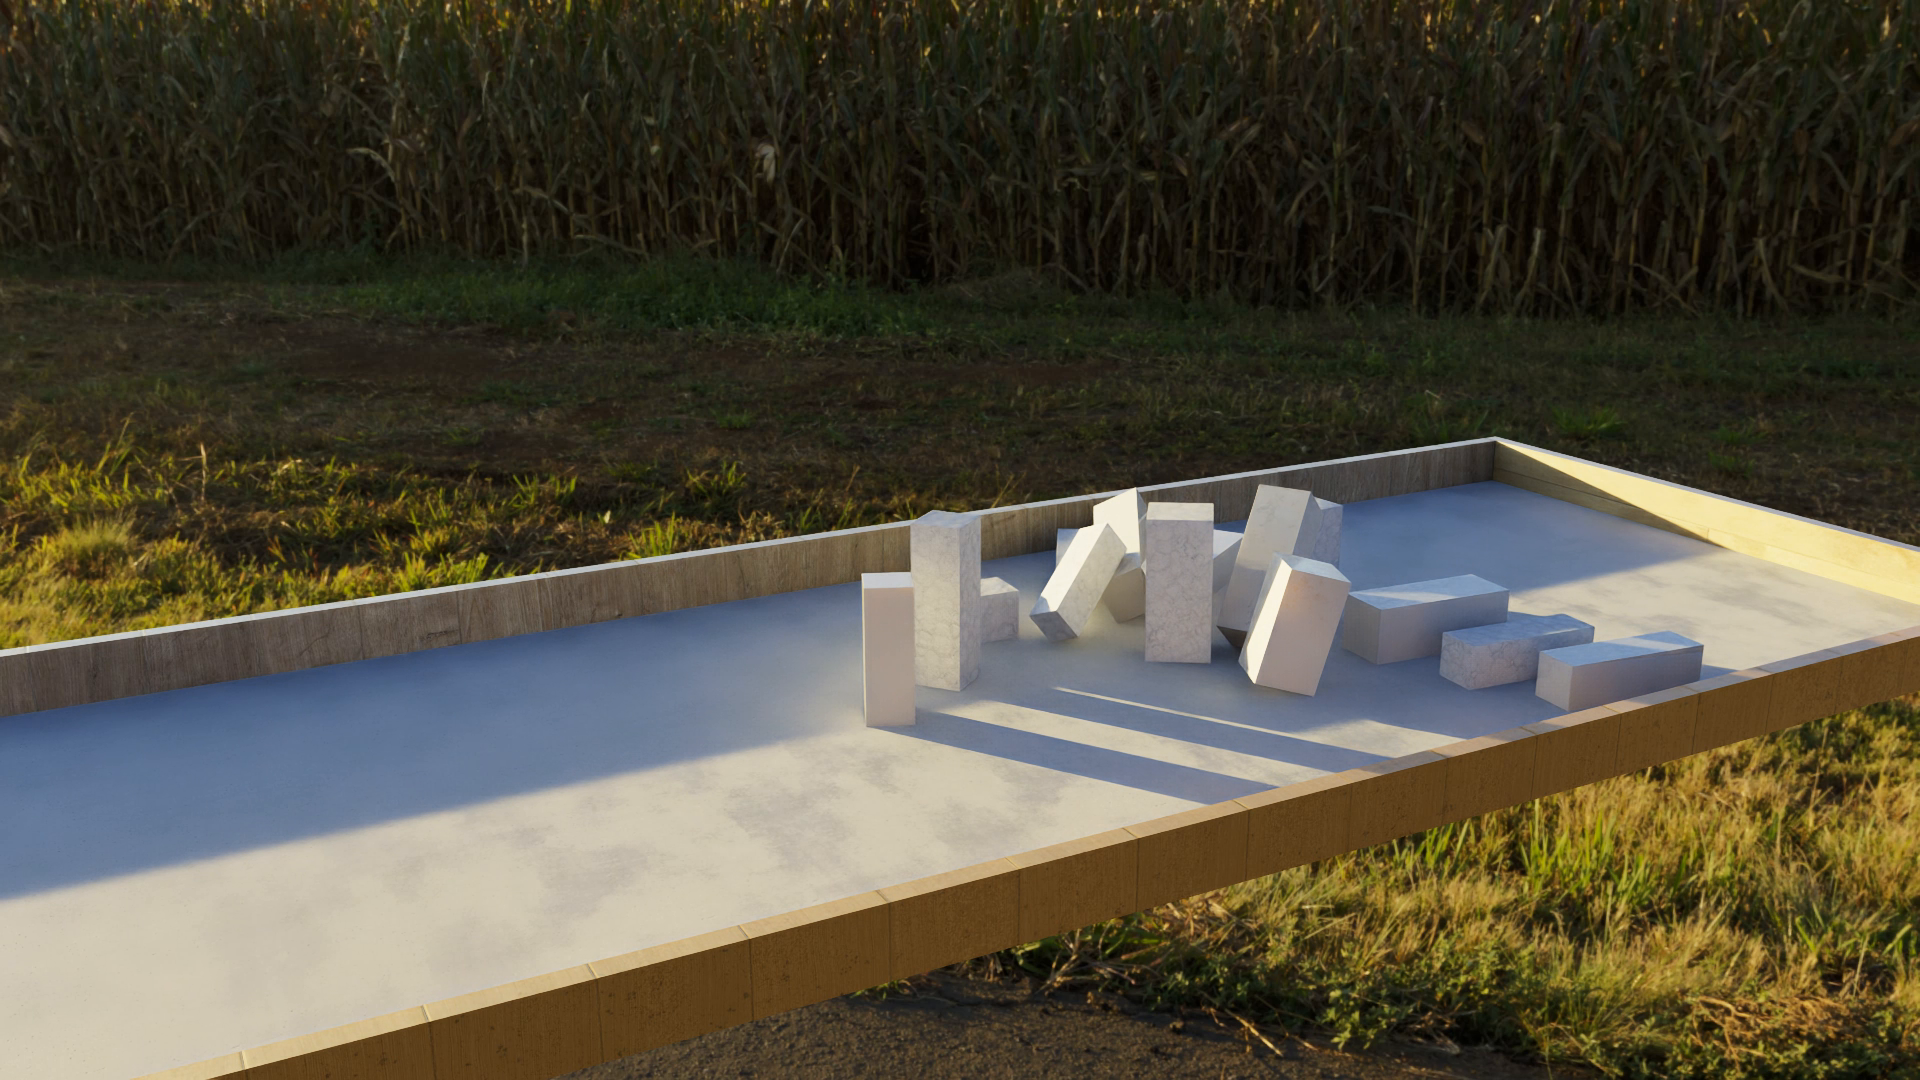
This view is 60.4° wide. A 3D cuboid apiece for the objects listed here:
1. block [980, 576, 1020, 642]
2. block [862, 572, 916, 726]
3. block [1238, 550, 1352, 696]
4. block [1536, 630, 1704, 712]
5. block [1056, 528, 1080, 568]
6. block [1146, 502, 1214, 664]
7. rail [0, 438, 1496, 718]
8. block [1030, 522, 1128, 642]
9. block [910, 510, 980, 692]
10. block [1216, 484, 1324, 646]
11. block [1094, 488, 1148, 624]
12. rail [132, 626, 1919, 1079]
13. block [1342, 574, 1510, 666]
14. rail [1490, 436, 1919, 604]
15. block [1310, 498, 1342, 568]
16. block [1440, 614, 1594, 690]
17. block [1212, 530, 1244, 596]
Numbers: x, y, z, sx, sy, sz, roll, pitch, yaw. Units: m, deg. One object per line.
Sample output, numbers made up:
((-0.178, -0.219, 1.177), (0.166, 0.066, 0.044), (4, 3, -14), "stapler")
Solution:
((-0.024, 0.202, 4.432), (0.342, 0.132, 0.132), (-8, 18, -24), "block")
((-0.168, 0.256, 3.879), (0.115, 0.340, 0.115), (-2, 16, -6), "block")
((0.824, 0.205, 4.071), (0.156, 0.300, 0.156), (13, 15, -9), "block")
((1.625, 0.320, 4.063), (0.407, 0.114, 0.114), (-6, 18, -21), "block")
((0.342, 0.079, 4.887), (0.111, 0.111, 0.426), (1, 16, 4), "block")
((0.572, 0.110, 4.298), (0.168, 0.382, 0.168), (1, 16, 8), "block")
((-3.305, 0.497, 3.399), (12.000, 0.150, 0.050), (-9, 18, -27), "rail")
((0.323, 0.112, 4.465), (0.102, 0.102, 0.340), (-14, 34, 46), "block")
((-0.034, 0.150, 4.104), (0.131, 0.418, 0.131), (7, 18, 23), "block")
((0.822, 0.076, 4.364), (0.143, 0.411, 0.143), (10, -19, 30), "block")
((0.477, 0.039, 4.704), (0.139, 0.139, 0.449), (-25, 26, 17), "block")
((-2.336, 1.006, 1.665), (12.000, 0.150, 0.050), (-9, 18, -27), "rail")
((1.237, 0.208, 4.380), (0.415, 0.150, 0.150), (-7, 18, -22), "block")
((2.466, -0.048, 5.253), (0.050, 0.150, 2.100), (-9, 18, -27), "rail")
((0.951, 0.051, 4.617), (0.152, 0.318, 0.152), (-11, 19, -32), "block")
((1.417, 0.282, 4.194), (0.384, 0.114, 0.114), (-7, 18, -22), "block")
((0.719, 0.082, 4.873), (0.113, 0.113, 0.432), (9, 18, 27), "block")
